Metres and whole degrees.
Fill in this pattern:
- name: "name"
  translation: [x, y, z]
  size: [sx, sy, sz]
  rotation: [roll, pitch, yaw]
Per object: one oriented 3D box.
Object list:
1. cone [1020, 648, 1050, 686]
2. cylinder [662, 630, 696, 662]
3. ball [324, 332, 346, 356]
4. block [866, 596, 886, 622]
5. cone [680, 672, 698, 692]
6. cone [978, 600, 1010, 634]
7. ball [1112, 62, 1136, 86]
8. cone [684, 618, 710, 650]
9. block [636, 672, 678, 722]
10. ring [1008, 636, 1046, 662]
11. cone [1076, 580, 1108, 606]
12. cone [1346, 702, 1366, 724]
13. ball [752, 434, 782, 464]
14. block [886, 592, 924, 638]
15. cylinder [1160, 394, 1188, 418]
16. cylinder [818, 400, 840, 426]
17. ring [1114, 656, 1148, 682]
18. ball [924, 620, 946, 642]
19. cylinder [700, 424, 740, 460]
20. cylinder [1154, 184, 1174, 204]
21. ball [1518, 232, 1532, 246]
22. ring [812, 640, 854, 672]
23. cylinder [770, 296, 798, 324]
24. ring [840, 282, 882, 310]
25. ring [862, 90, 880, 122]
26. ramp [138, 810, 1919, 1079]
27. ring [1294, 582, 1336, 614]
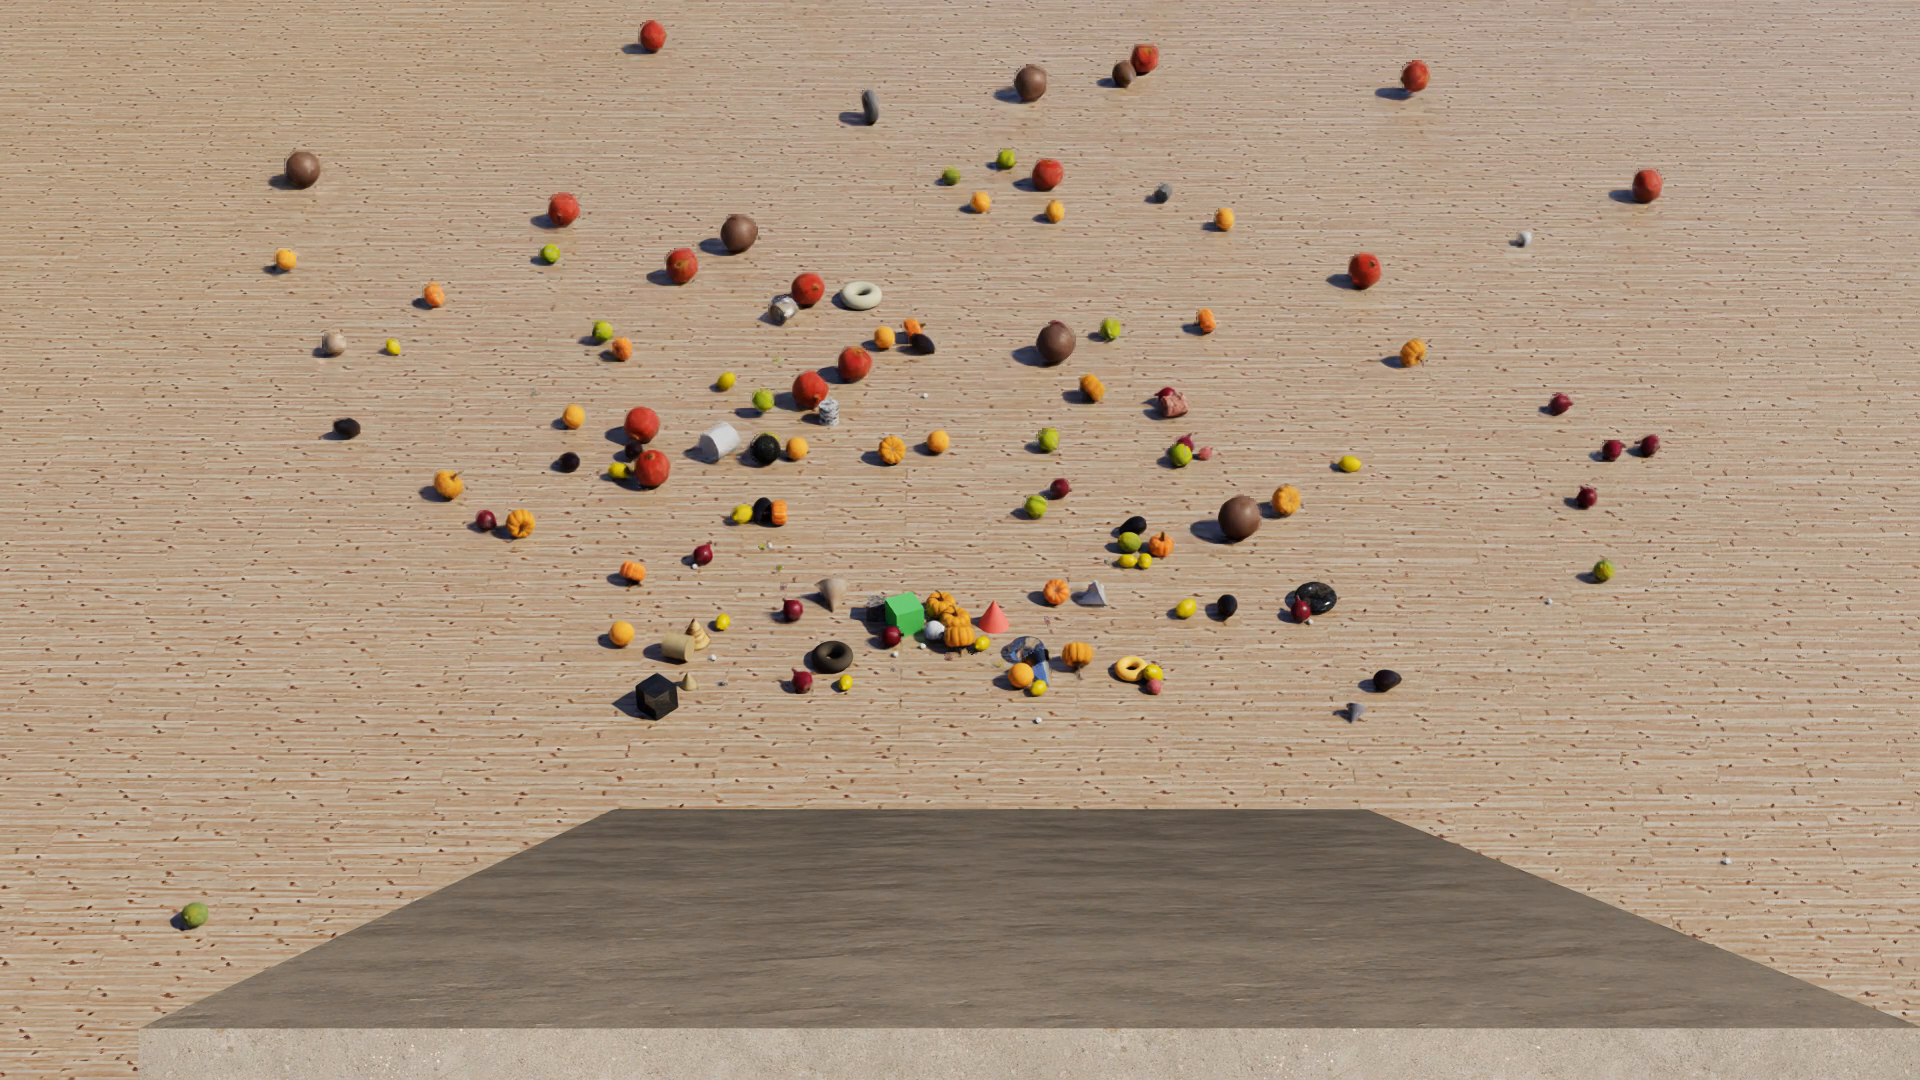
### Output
- name: "cone"
  translation: [0.235, 0.379, 7.454]
  size: [0.097, 0.097, 0.097]
  rotation: [-19, 67, -23]
- name: "cylinder"
  translation: [-0.815, 0.307, 7.526]
  size: [0.074, 0.074, 0.074]
  rotation: [12, 38, 16]
- name: "ball"
  translation: [-2.122, -0.666, 8.832]
  size: [0.078, 0.078, 0.078]
  rotation: [0, 37, 0]
- name: "block"
  translation: [-0.246, 0.203, 7.681]
  size: [0.056, 0.056, 0.056]
  rotation: [3, 37, 4]
- name: "cone"
  translation: [-0.776, 0.395, 7.426]
  size: [0.052, 0.052, 0.052]
  rotation: [0, 37, 0]
- name: "cone"
  translation: [0.100, 0.211, 7.640]
  size: [0.091, 0.091, 0.091]
  rotation: [0, 37, 0]
- name: "ball"
  translation: [0.658, -1.872, 10.441]
  size: [0.095, 0.095, 0.095]
  rotation: [0, 37, 0]
- name: "cone"
  translation: [-0.773, 0.260, 7.576]
  size: [0.090, 0.090, 0.090]
  rotation: [0, 37, 0]
- name: "block"
  translation: [-0.855, 0.442, 7.337]
  size: [0.082, 0.082, 0.082]
  rotation: [29, 46, 33]
- name: "ring"
  translation: [0.194, 0.318, 7.543]
  size: [0.108, 0.036, 0.108]
  rotation: [-1, 35, 1]
- name: "cone"
  translation: [0.383, 0.172, 7.737]
  size: [0.085, 0.085, 0.085]
  rotation: [-25, 35, 12]
- name: "cone"
  translation: [1.107, 0.494, 7.316]
  size: [0.055, 0.055, 0.055]
  rotation: [12, 65, 16]
- name: "ball"
  translation: [-0.619, -0.291, 8.314]
  size: [0.093, 0.093, 0.093]
  rotation: [0, 37, 0]
- name: "block"
  translation: [-0.162, 0.220, 7.631]
  size: [0.087, 0.087, 0.087]
  rotation: [-15, 39, -20]
- name: "cylinder"
  translation: [0.703, -0.441, 8.536]
  size: [0.070, 0.070, 0.070]
  rotation: [-12, 38, -16]
- name: "cylinder"
  translation: [-0.428, -0.416, 8.506]
  size: [0.065, 0.065, 0.065]
  rotation: [0, 37, 0]
- name: "ring"
  translation: [0.493, 0.370, 7.476]
  size: [0.096, 0.032, 0.096]
  rotation: [-1, 37, 1]
- name: "ball"
  translation: [-0.073, 0.266, 7.594]
  size: [0.059, 0.059, 0.059]
  rotation: [0, 37, 0]
- name: "cylinder"
  translation: [-0.770, -0.314, 8.347]
  size: [0.091, 0.091, 0.091]
  rotation: [30, 46, 34]
- name: "cylinder"
  translation: [0.759, -1.290, 9.686]
  size: [0.053, 0.053, 0.053]
  rotation: [16, 40, 20]
- name: "ball"
  translation: [2.048, -1.094, 9.431]
  size: [0.051, 0.051, 0.051]
  rotation: [0, 37, 0]
- name: "ring"
  translation: [-0.368, 0.337, 7.514]
  size: [0.121, 0.040, 0.121]
  rotation: [0, 38, 0]
- name: "cylinder"
  translation: [-0.611, -0.796, 9.013]
  size: [0.070, 0.070, 0.070]
  rotation: [22, 42, 27]
- name: "ring"
  translation: [-0.346, -0.857, 9.115]
  size: [0.146, 0.049, 0.146]
  rotation: [1, 36, -1]
- name: "ring"
  translation: [-0.348, -1.697, 10.175]
  size: [0.042, 0.126, 0.126]
  rotation: [-12, 38, -14]
- name: "ramp"
  translation: [0.081, 0.681, 4.908]
  size: [2.000, 0.100, 4.000]
  rotation: [0, -2, 0]
- name: "ring"
  translation: [1.058, 0.171, 7.735]
  size: [0.127, 0.042, 0.127]
  rotation: [0, 38, 0]
